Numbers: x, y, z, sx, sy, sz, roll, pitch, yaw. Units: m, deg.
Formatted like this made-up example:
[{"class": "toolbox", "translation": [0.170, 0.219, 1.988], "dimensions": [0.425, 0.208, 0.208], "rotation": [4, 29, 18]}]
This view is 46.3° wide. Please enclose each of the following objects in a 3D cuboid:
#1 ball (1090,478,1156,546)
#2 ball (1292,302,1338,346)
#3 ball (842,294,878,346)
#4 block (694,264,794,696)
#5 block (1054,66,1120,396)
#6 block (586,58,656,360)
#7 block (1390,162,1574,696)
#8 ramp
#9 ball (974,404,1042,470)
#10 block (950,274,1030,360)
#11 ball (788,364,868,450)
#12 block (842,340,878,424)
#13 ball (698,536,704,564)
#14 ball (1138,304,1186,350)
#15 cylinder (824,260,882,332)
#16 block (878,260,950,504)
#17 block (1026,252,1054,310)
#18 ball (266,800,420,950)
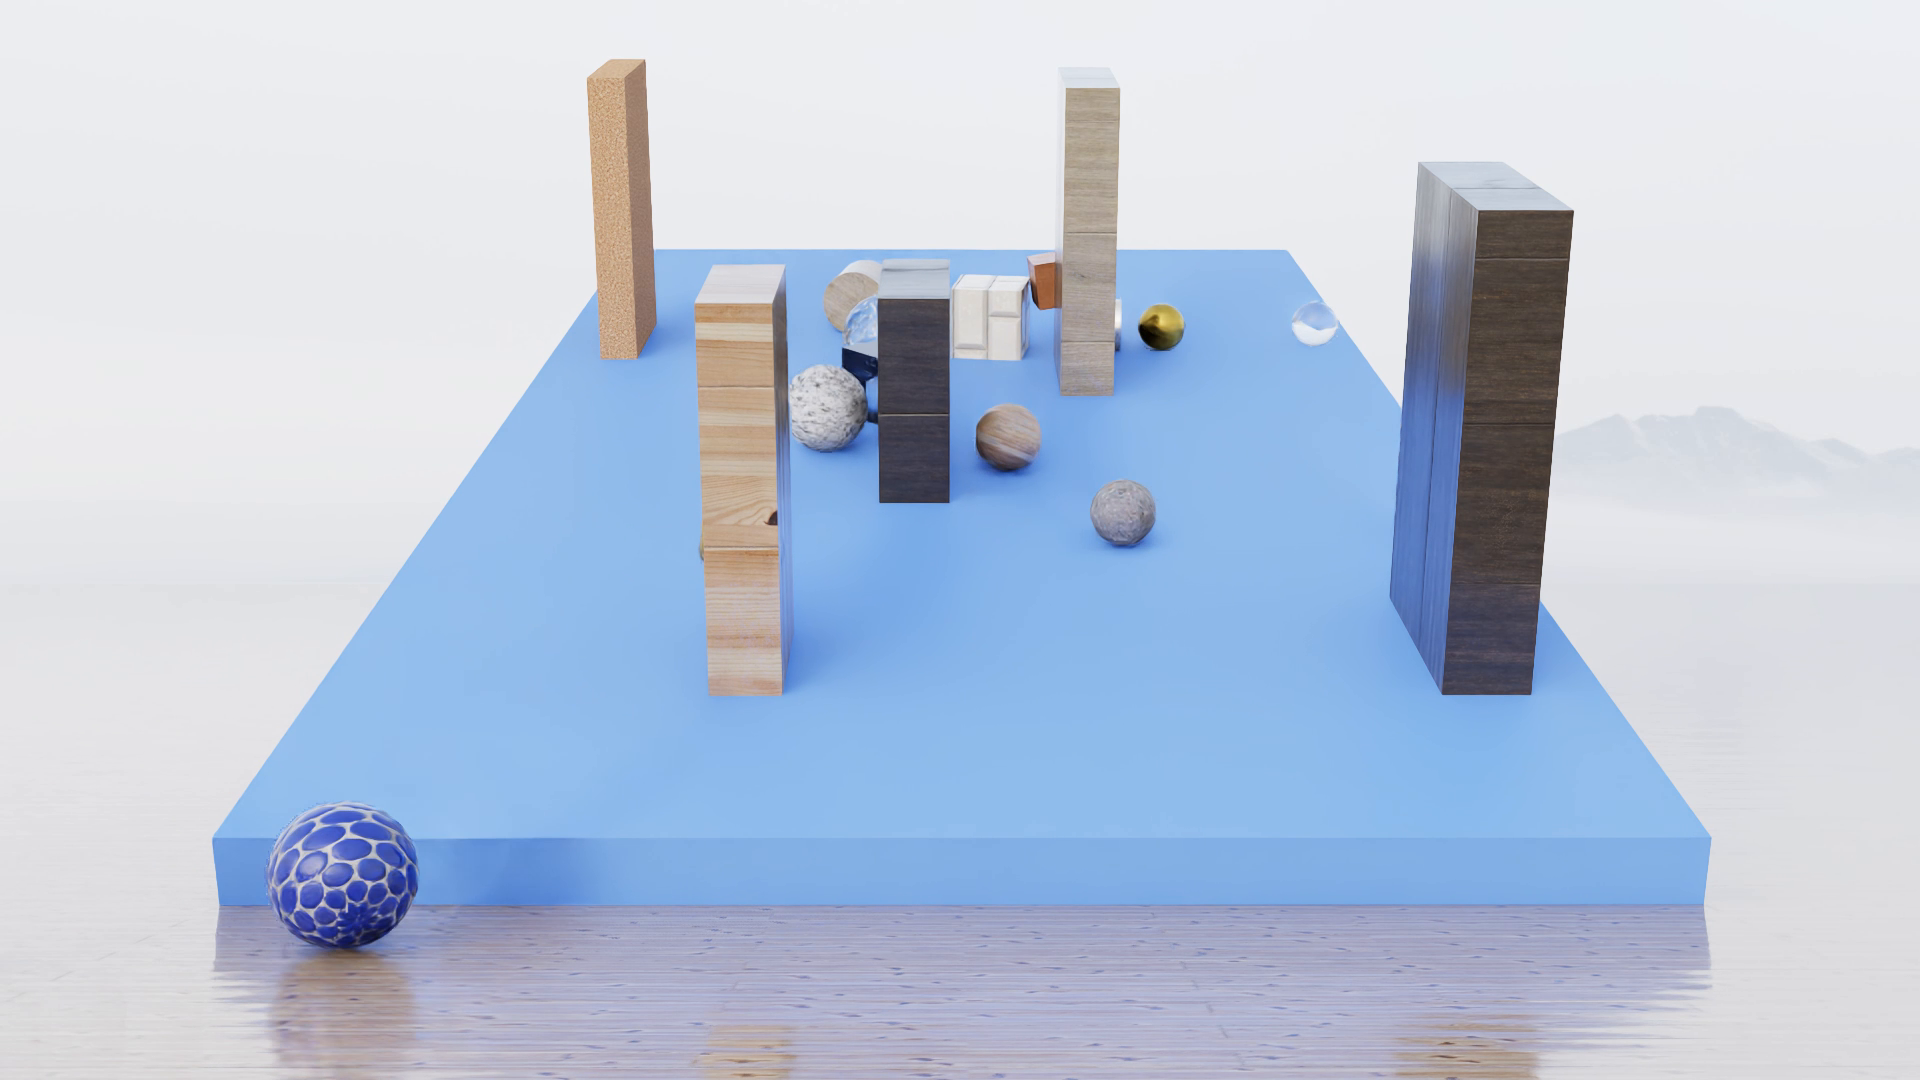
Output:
[{"class": "ball", "translation": [0.301, -0.051, 4.137], "dimensions": [0.122, 0.122, 0.122], "rotation": [0, -1, 0]}, {"class": "ball", "translation": [0.885, -0.539, 5.604], "dimensions": [0.113, 0.113, 0.113], "rotation": [0, -1, 0]}, {"class": "ball", "translation": [-0.180, -0.484, 5.311], "dimensions": [0.193, 0.193, 0.193], "rotation": [0, -1, 0]}, {"class": "block", "translation": [-0.330, -0.096, 3.493], "dimensions": [0.113, 0.616, 0.278], "rotation": [0, 19, 0]}, {"class": "block", "translation": [0.291, -0.723, 5.227], "dimensions": [0.121, 0.700, 0.381], "rotation": [0, 19, 0]}, {"class": "block", "translation": [-0.833, -0.824, 5.558], "dimensions": [0.089, 0.678, 0.385], "rotation": [0, 19, 0]}, {"class": "block", "translation": [0.813, -0.187, 3.554], "dimensions": [0.138, 0.753, 0.439], "rotation": [0, 19, 0]}, {"class": "ramp", "translation": [-0.004, -0.193, 4.905], "dimensions": [2.000, 0.100, 4.000], "rotation": [0, 19, 0]}, {"class": "ball", "translation": [0.099, -0.210, 4.584], "dimensions": [0.138, 0.138, 0.138], "rotation": [0, -1, 0]}, {"class": "block", "translation": [0.076, -0.550, 5.539], "dimensions": [0.172, 0.172, 0.172], "rotation": [3, 19, 8]}, {"class": "ball", "translation": [-0.283, -0.279, 4.719], "dimensions": [0.180, 0.180, 0.180], "rotation": [0, -1, 0]}, {"class": "block", "translation": [-0.155, -0.352, 4.984], "dimensions": [0.151, 0.151, 0.151], "rotation": [-15, 24, -38]}, {"class": "ball", "translation": [-0.379, 0.013, 3.735], "dimensions": [0.111, 0.111, 0.111], "rotation": [0, -1, 0]}, {"class": "ball", "translation": [0.500, -0.529, 5.567], "dimensions": [0.116, 0.116, 0.116], "rotation": [0, -1, 0]}, {"class": "cylinder", "translation": [-0.256, -0.626, 5.781], "dimensions": [0.162, 0.162, 0.162], "rotation": [0, 18, 10]}, {"class": "block", "translation": [-0.089, -0.325, 4.501], "dimensions": [0.137, 0.407, 0.375], "rotation": [0, 19, 0]}, {"class": "block", "translation": [0.235, -0.640, 5.517], "dimensions": [0.113, 0.113, 0.113], "rotation": [-10, 19, -4]}, {"class": "ball", "translation": [-0.733, 0.398, 2.671], "dimensions": [0.175, 0.175, 0.175], "rotation": [0, -1, 0]}]
